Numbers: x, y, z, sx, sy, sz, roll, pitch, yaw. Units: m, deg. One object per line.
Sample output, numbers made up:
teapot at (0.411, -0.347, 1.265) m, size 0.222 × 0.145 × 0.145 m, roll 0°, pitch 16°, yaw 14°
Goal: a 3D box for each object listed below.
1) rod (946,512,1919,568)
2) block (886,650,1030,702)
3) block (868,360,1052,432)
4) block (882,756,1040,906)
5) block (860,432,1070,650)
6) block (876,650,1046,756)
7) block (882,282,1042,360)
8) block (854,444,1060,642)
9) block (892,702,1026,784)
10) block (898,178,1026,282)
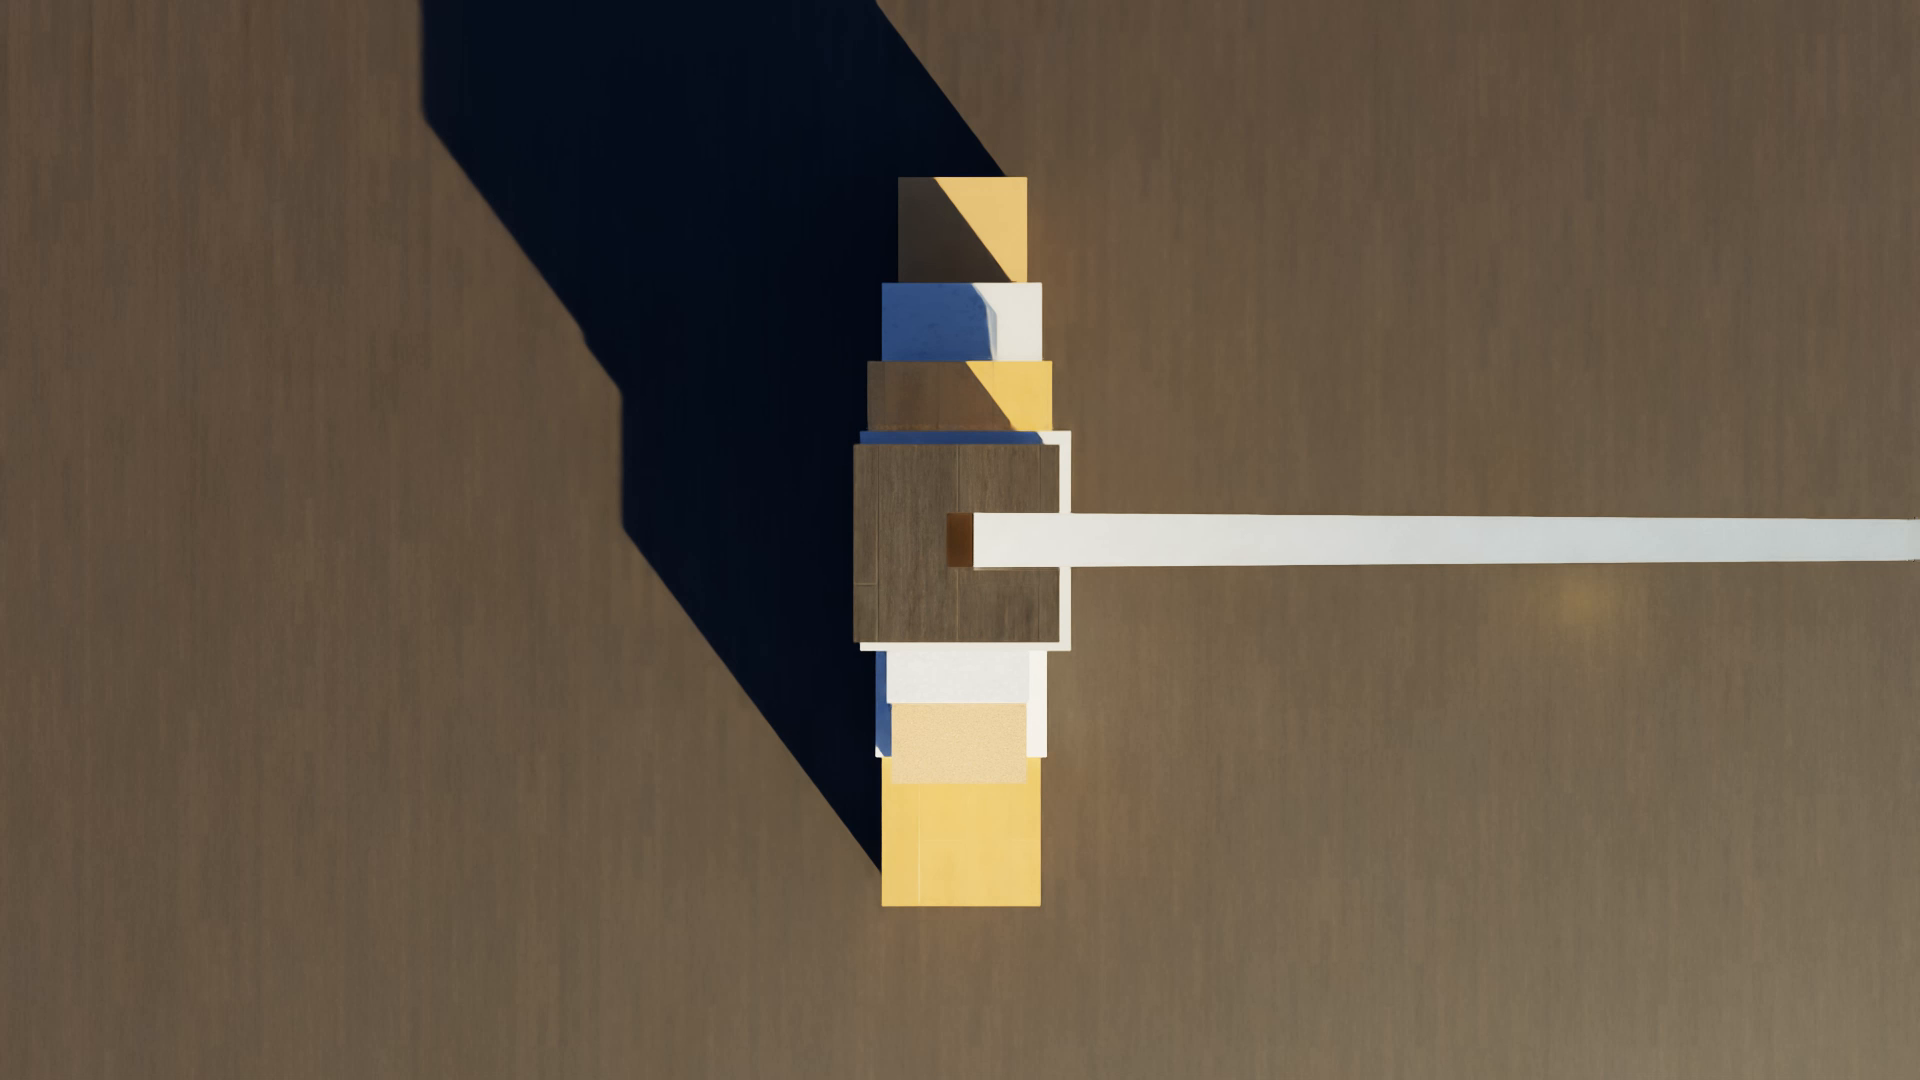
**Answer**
rod at (2.234, 0.000, 4.601) m, size 5.200 × 0.080 × 0.080 m, roll 0°, pitch 90°, yaw -31°
block at (-0.009, 0.399, 10.769) m, size 0.676 × 0.689 × 0.736 m, roll 0°, pitch 91°, yaw 0°
block at (-0.001, -0.404, 10.631) m, size 0.849 × 0.999 × 0.846 m, roll 0°, pitch 90°, yaw 0°
block at (0.006, 1.607, 12.564) m, size 0.874 × 0.873 × 0.823 m, roll 0°, pitch 90°, yaw 0°
block at (0.019, 0.000, 7.733) m, size 0.713 × 0.579 × 0.744 m, roll 0°, pitch 91°, yaw 0°
block at (0.006, 0.733, 12.510) m, size 0.934 × 0.980 × 0.905 m, roll 0°, pitch 90°, yaw 0°
block at (0.009, -0.849, 11.730) m, size 0.820 × 0.921 × 0.889 m, roll 0°, pitch 86°, yaw 0°
block at (-0.011, 0.007, 7.118) m, size 0.636 × 0.651 × 0.614 m, roll 0°, pitch 91°, yaw 0°
block at (-0.004, 0.897, 11.726) m, size 0.702 × 0.589 × 0.739 m, roll 0°, pitch 90°, yaw 0°
block at (0.015, -1.662, 12.616) m, size 0.716 × 0.768 × 0.713 m, roll 0°, pitch 90°, yaw 0°
